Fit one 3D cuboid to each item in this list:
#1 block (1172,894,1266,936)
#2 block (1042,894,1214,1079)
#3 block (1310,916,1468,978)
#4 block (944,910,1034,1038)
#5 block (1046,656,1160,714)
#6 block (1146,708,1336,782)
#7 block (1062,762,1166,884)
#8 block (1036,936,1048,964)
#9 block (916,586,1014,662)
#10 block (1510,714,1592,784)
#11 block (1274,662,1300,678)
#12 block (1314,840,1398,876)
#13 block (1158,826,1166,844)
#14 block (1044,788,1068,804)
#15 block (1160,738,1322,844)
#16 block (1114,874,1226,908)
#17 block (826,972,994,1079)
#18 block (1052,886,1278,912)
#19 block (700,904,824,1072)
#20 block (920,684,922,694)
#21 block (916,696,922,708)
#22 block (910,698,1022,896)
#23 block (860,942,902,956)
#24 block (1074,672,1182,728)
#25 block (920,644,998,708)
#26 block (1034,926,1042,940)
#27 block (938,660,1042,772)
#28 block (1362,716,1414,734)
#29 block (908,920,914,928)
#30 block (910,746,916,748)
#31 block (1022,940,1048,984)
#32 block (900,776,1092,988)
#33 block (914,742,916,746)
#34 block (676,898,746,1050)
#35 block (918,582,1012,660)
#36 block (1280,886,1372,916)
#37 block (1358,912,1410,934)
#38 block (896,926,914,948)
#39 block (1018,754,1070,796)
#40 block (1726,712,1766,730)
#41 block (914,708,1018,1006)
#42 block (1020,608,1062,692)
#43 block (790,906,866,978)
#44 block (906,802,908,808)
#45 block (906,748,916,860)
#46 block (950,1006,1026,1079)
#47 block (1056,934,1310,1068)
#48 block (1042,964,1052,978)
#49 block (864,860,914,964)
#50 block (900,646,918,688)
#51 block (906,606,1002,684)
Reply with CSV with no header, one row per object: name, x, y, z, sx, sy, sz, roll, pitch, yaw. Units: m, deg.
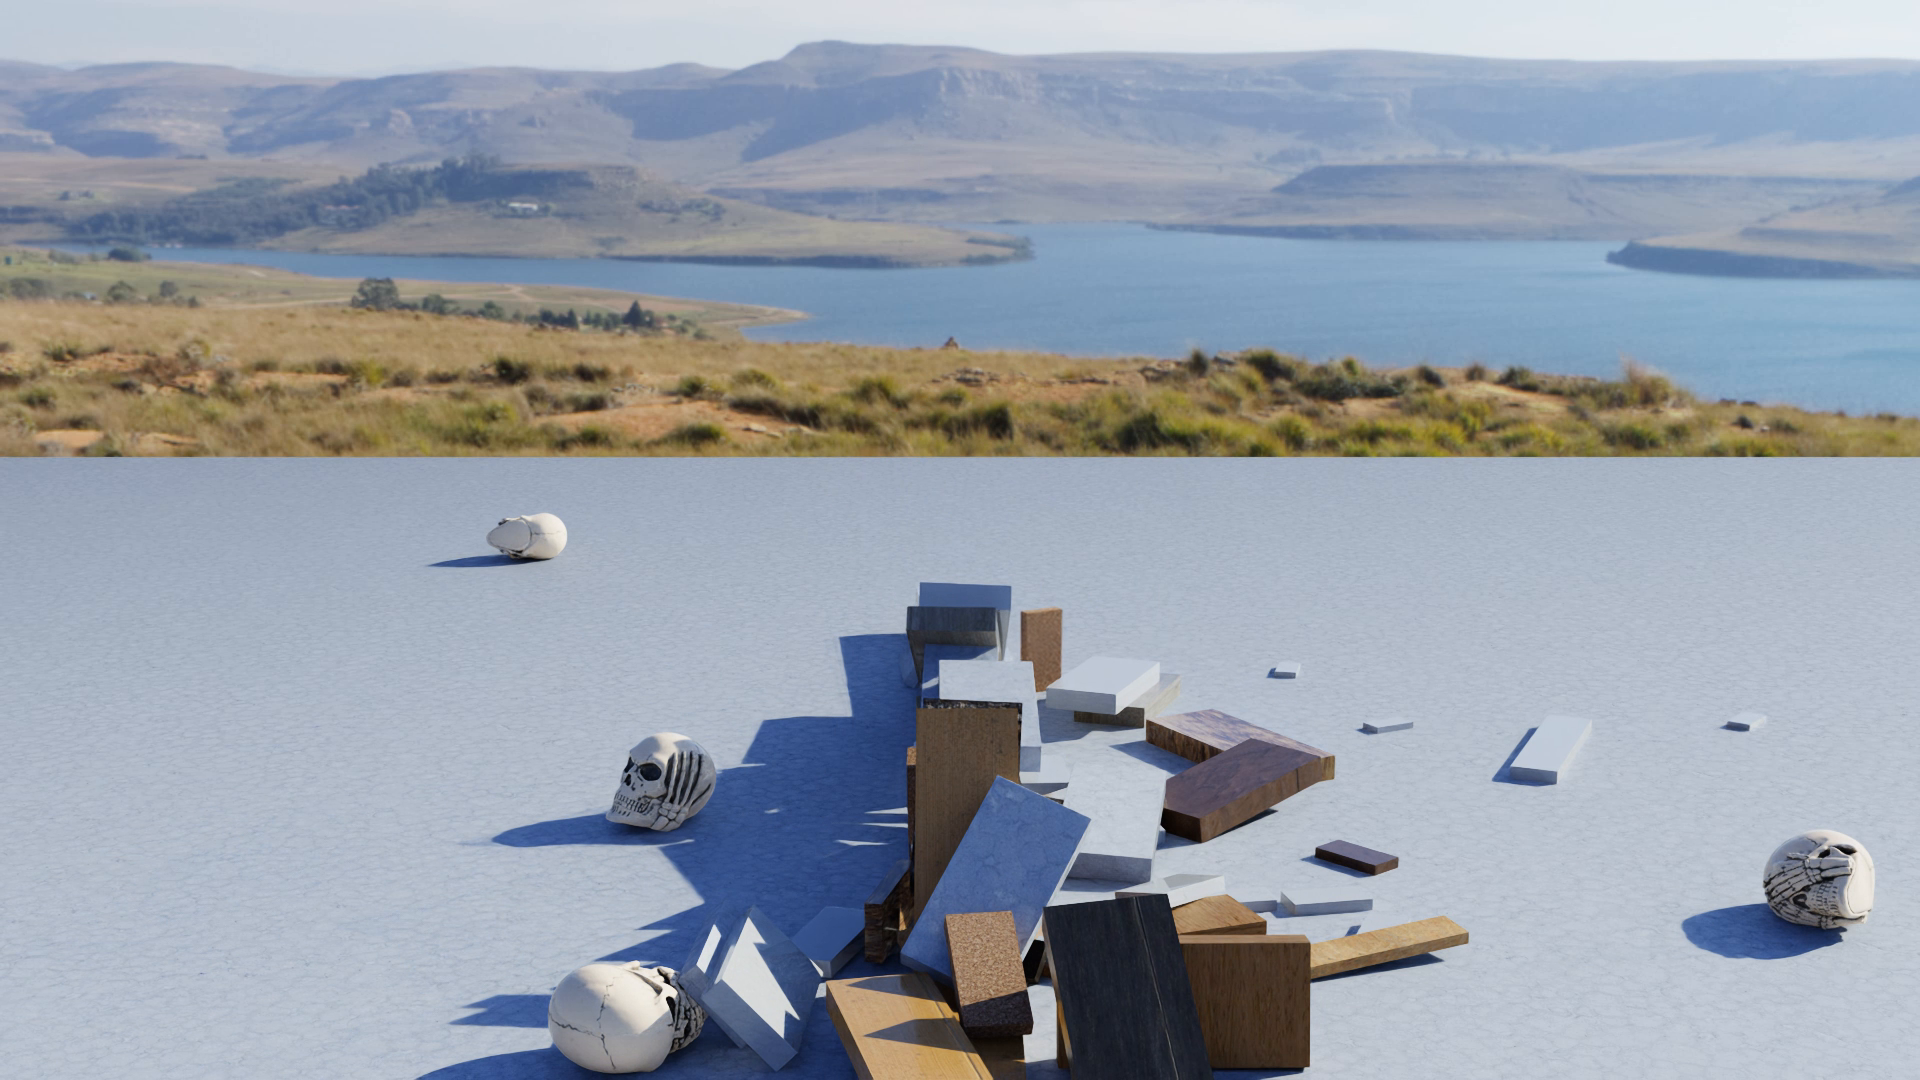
block,0.334,0.611,3.454,0.263,0.037,0.131,-4,11,-21
block,0.218,0.619,2.850,0.170,0.048,0.340,-5,45,-6
block,0.593,0.627,3.342,0.380,0.019,0.067,-8,16,-21
block,0.038,0.597,3.030,0.095,0.027,0.190,-2,42,-9
block,0.314,0.314,4.790,0.156,0.044,0.312,4,11,22
block,0.561,0.421,4.447,0.170,0.048,0.407,-6,12,-29
block,0.265,0.495,3.876,0.170,0.048,0.340,4,21,8
block,0.169,0.626,3.330,0.125,0.018,0.063,4,11,20
block,0.021,0.251,5.003,0.156,0.044,1.226,-1,11,-5
block,1.210,0.424,4.491,0.091,0.026,0.427,5,12,24
block,0.769,0.305,5.164,0.049,0.014,0.097,3,11,14
block,0.690,0.552,3.824,0.065,0.018,0.130,-9,14,-41
block,0.259,0.521,3.928,0.190,0.027,0.095,-4,20,-21
block,0.242,0.484,4.121,0.095,0.027,0.190,7,8,32
block,0.497,0.462,4.089,0.340,0.048,0.170,-20,21,-39
block,0.340,0.567,3.547,0.091,0.026,0.182,-5,-1,39
block,-0.056,0.675,2.835,0.145,0.041,0.507,-3,11,-14
block,0.329,0.596,3.586,0.370,0.018,0.065,-2,11,-10
block,-0.276,0.628,3.105,0.041,0.145,0.290,-44,5,10
block,0.003,0.295,4.513,0.167,0.047,0.653,0,11,-2
block,-0.007,0.412,4.045,0.140,0.040,0.280,-1,51,-3
block,0.011,0.391,3.333,0.153,0.307,0.043,3,-30,2
block,-0.135,0.628,3.430,0.046,0.013,0.093,-8,13,-38
block,0.373,0.348,4.853,0.156,0.044,0.312,4,11,20
block,-0.001,0.295,4.077,0.140,0.040,0.280,2,34,0
block,0.135,0.623,3.454,0.046,0.013,0.093,5,12,26
block,0.049,0.309,3.913,0.173,0.049,0.346,1,22,-1
block,0.912,0.394,4.684,0.097,0.014,0.049,-6,12,-28
block,-0.052,0.618,3.476,0.113,0.016,0.057,2,11,13
block,0.001,0.422,3.654,0.162,0.046,0.323,0,-26,0
block,0.067,0.627,3.315,0.125,0.018,0.063,5,55,26
block,0.054,0.504,3.164,0.153,0.307,0.043,24,-28,13
block,0.001,0.434,3.785,0.173,0.049,0.346,2,-26,-2
block,-0.327,0.620,3.170,0.037,0.131,0.272,-41,6,9
block,0.005,0.176,4.320,0.173,0.049,0.395,2,-21,-1
block,0.601,0.591,3.609,0.134,0.019,0.067,-2,11,-12
block,0.663,0.620,3.455,0.067,0.019,0.134,4,11,20
block,-0.028,0.621,3.216,0.076,0.022,0.152,-16,41,-18
block,0.160,0.460,4.296,0.095,0.027,0.190,-1,11,-3
block,1.687,0.389,4.715,0.049,0.014,0.097,9,14,39
block,0.011,0.473,3.233,0.153,0.481,0.043,0,-31,0
block,0.184,0.250,4.989,0.093,0.186,0.026,-6,12,-29
block,-0.202,0.619,3.393,0.095,0.027,0.190,2,15,22
block,-0.002,0.475,3.658,0.162,0.046,0.323,0,-26,1
block,0.000,0.464,3.505,0.162,0.323,0.046,0,38,1
block,0.000,0.706,2.913,0.170,0.048,0.340,0,11,0
block,0.303,0.627,2.990,0.340,0.170,0.048,0,3,-1
block,0.140,0.643,3.334,0.149,0.018,0.063,7,13,35
block,-0.108,0.574,3.413,0.027,0.095,0.190,3,13,14
block,-0.101,0.276,5.104,0.026,0.093,0.186,30,6,-10
block,-0.008,0.207,4.268,0.167,0.047,0.334,1,-21,4
